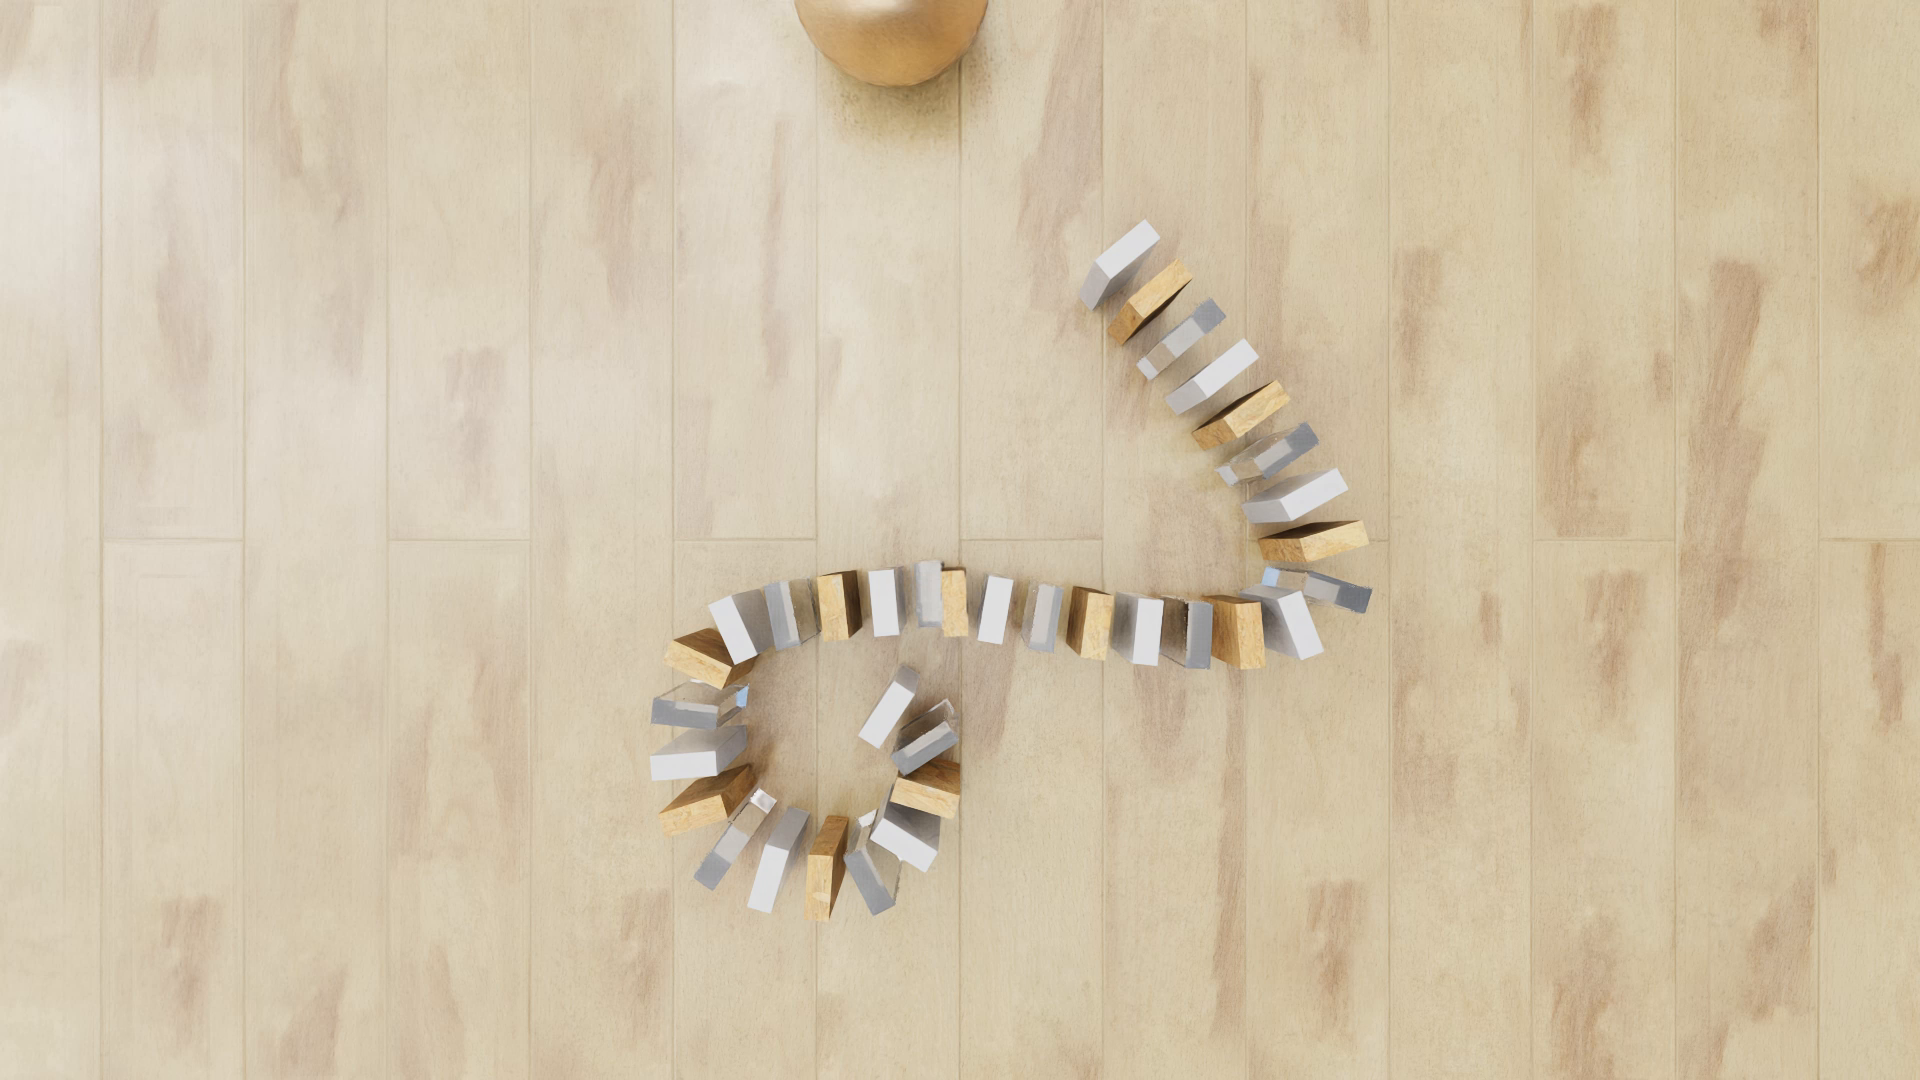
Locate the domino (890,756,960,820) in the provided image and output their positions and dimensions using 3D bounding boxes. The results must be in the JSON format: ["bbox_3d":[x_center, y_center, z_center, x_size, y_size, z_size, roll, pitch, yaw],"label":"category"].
[{"bbox_3d":[-0.013,0.099,0.375,0.025,0.050,0.009,17,90,0],"label":"domino"}]

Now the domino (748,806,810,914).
[{"bbox_3d":[-0.073,0.129,0.375,0.009,0.050,0.025,16,90,0],"label":"domino"}]

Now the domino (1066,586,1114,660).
[{"bbox_3d":[0.052,0.033,0.375,0.009,0.050,0.025,8,90,0],"label":"domino"}]

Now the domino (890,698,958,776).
[{"bbox_3d":[-0.014,0.080,0.375,0.025,0.050,0.009,-33,90,0],"label":"domino"}]

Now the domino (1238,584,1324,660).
[{"bbox_3d":[0.130,0.033,0.375,0.009,0.050,0.025,-21,90,0],"label":"domino"}]

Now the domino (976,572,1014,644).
[{"bbox_3d":[0.014,0.027,0.375,0.009,0.050,0.025,10,90,0],"label":"domino"}]

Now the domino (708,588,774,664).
[{"bbox_3d":[-0.087,0.034,0.375,0.009,0.050,0.025,-24,90,0],"label":"domino"}]

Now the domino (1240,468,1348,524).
[{"bbox_3d":[0.135,-0.017,0.375,0.025,0.050,0.009,-29,90,0],"label":"domino"}]

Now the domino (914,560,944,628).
[{"bbox_3d":[-0.012,0.021,0.375,0.009,0.050,0.025,-3,90,1],"label":"domino"}]

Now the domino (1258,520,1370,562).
[{"bbox_3d":[0.143,0.001,0.375,0.025,0.050,0.010,-17,90,0],"label":"domino"}]

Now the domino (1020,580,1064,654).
[{"bbox_3d":[0.033,0.030,0.375,0.010,0.050,0.025,9,90,0],"label":"domino"}]

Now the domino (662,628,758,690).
[{"bbox_3d":[-0.101,0.048,0.375,0.025,0.050,0.010,25,90,0],"label":"domino"}]

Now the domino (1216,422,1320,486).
[{"bbox_3d":[0.125,-0.034,0.375,0.025,0.050,0.010,-34,90,0],"label":"domino"}]

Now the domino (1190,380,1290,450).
[{"bbox_3d":[0.114,-0.050,0.375,0.025,0.050,0.010,-36,90,0],"label":"domino"}]

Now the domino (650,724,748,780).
[{"bbox_3d":[-0.106,0.086,0.375,0.025,0.050,0.010,-4,90,0],"label":"domino"}]

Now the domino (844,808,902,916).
[{"bbox_3d":[-0.035,0.131,0.375,0.009,0.050,0.025,-27,90,0],"label":"domino"}]

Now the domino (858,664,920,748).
[{"bbox_3d":[-0.028,0.067,0.375,0.010,0.050,0.025,33,90,0],"label":"domino"}]

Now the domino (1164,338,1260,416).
[{"bbox_3d":[0.102,-0.066,0.375,0.025,0.050,0.009,-38,90,0],"label":"domino"}]

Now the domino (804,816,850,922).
[{"bbox_3d":[-0.054,0.133,0.375,0.010,0.050,0.025,4,90,0],"label":"domino"}]

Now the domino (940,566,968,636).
[{"bbox_3d":[-0.002,0.024,0.375,0.009,0.050,0.025,-3,90,1],"label":"domino"}]

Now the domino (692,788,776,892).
[{"bbox_3d":[-0.091,0.121,0.375,0.009,0.050,0.025,35,90,0],"label":"domino"}]

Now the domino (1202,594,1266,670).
[{"bbox_3d":[0.111,0.037,0.375,0.010,0.050,0.025,-5,90,0],"label":"domino"}]

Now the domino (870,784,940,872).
[{"bbox_3d":[-0.021,0.117,0.375,0.025,0.050,0.010,32,90,0],"label":"domino"}]

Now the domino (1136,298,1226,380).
[{"bbox_3d":[0.089,-0.081,0.375,0.025,0.050,0.009,-40,90,0],"label":"domino"}]

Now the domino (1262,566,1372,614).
[{"bbox_3d":[0.144,0.020,0.375,0.025,0.050,0.010,18,90,0],"label":"domino"}]

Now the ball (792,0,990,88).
[{"bbox_3d":[-0.027,-0.223,0.360,0.080,0.080,0.080,0,90,0],"label":"ball"}]

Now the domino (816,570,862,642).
[{"bbox_3d":[-0.049,0.026,0.375,0.009,0.050,0.025,-6,90,0],"label":"domino"}]

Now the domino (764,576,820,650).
[{"bbox_3d":[-0.068,0.029,0.375,0.009,0.050,0.025,-11,90,0],"label":"domino"}]

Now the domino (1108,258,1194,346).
[{"bbox_3d":[0.077,-0.096,0.375,0.025,0.050,0.009,-40,90,0],"label":"domino"}]

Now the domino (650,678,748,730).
[{"bbox_3d":[-0.105,0.067,0.375,0.025,0.050,0.009,6,90,0],"label":"domino"}]

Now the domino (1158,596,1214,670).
[{"bbox_3d":[0.091,0.037,0.375,0.010,0.050,0.025,3,90,0],"label":"domino"}]

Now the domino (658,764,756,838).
[{"bbox_3d":[-0.102,0.106,0.375,0.025,0.050,0.009,-18,90,0],"label":"domino"}]

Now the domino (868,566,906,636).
[{"bbox_3d":[-0.029,0.024,0.375,0.009,0.050,0.025,-5,90,0],"label":"domino"}]

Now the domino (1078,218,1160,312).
[{"bbox_3d":[0.064,-0.111,0.375,0.025,0.050,0.010,-39,90,0],"label":"domino"}]

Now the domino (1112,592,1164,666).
[{"bbox_3d":[0.072,0.035,0.375,0.009,0.050,0.025,6,90,0],"label":"domino"}]
